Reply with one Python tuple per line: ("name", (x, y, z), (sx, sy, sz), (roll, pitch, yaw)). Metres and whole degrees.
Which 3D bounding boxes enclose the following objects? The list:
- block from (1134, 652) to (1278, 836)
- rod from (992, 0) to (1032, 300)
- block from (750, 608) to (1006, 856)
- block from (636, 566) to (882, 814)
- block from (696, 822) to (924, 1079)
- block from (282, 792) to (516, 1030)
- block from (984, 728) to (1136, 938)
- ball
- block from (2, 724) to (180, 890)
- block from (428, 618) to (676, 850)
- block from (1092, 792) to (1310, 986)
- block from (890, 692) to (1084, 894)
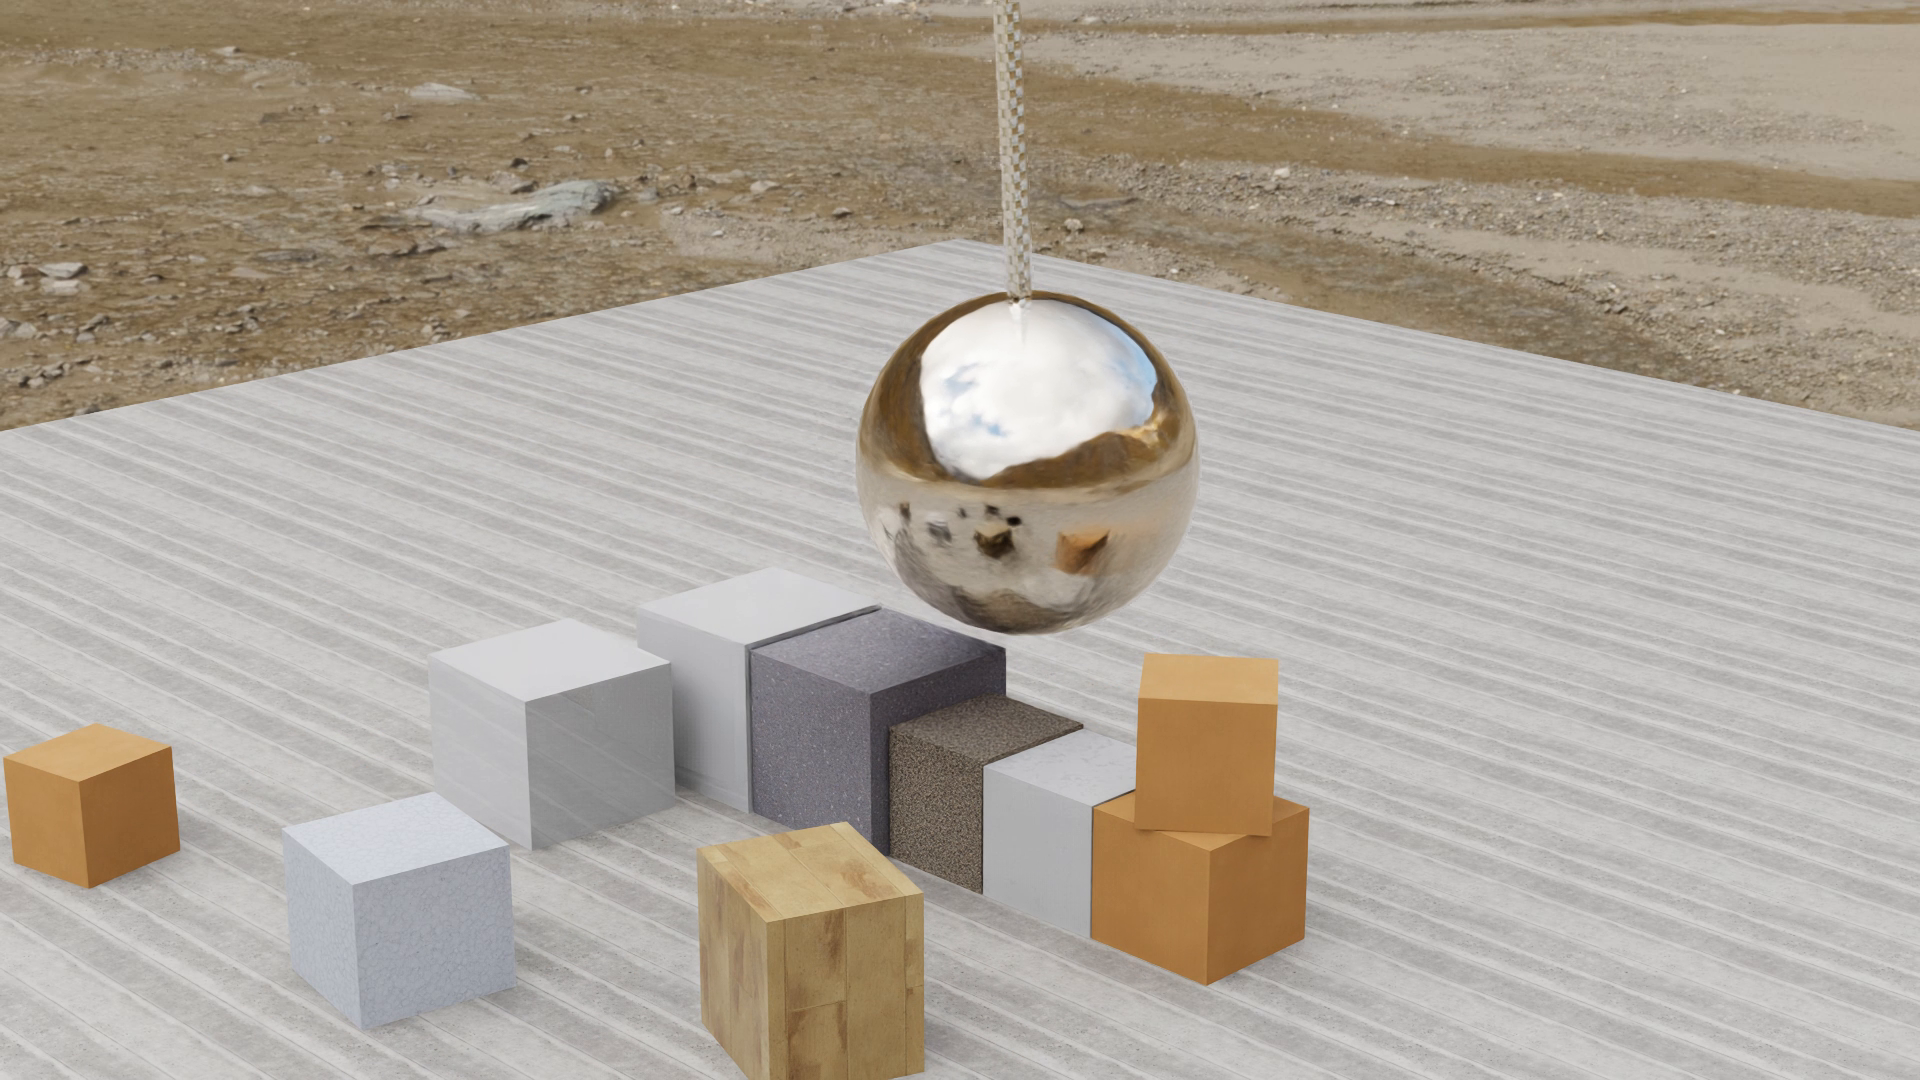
("block", (1.057, 0.867, 12.529), (0.578, 0.591, 0.550), (3, 18, 6))
("rod", (0.134, -3.539, 12.370), (0.080, 5.200, 0.080), (17, 28, 42))
("block", (-0.387, 0.915, 14.047), (0.887, 0.831, 0.830), (-17, 24, -42))
("block", (-0.989, 0.727, 14.591), (0.900, 0.863, 0.813), (-17, 24, -42))
("block", (-0.601, 1.676, 11.721), (0.655, 0.775, 0.777), (-8, 19, -24))
("block", (-2.361, 1.547, 12.344), (0.703, 0.647, 0.708), (-12, 21, -34))
("block", (0.566, 1.305, 13.149), (0.651, 0.625, 0.655), (17, 24, 42))
("ball", (0.310, -0.357, 13.555), (1.600, 1.600, 1.600), (0, 17, 0))
("block", (-4.017, 1.224, 13.578), (0.527, 0.523, 0.534), (12, 21, 33))
("block", (-1.973, 0.922, 14.171), (0.822, 0.744, 0.861), (-14, 23, -39))
("block", (1.039, 1.447, 12.713), (0.659, 0.617, 0.657), (-17, 24, -42))
("block", (0.121, 1.161, 13.574), (0.666, 0.646, 0.597), (-17, 24, -42))
